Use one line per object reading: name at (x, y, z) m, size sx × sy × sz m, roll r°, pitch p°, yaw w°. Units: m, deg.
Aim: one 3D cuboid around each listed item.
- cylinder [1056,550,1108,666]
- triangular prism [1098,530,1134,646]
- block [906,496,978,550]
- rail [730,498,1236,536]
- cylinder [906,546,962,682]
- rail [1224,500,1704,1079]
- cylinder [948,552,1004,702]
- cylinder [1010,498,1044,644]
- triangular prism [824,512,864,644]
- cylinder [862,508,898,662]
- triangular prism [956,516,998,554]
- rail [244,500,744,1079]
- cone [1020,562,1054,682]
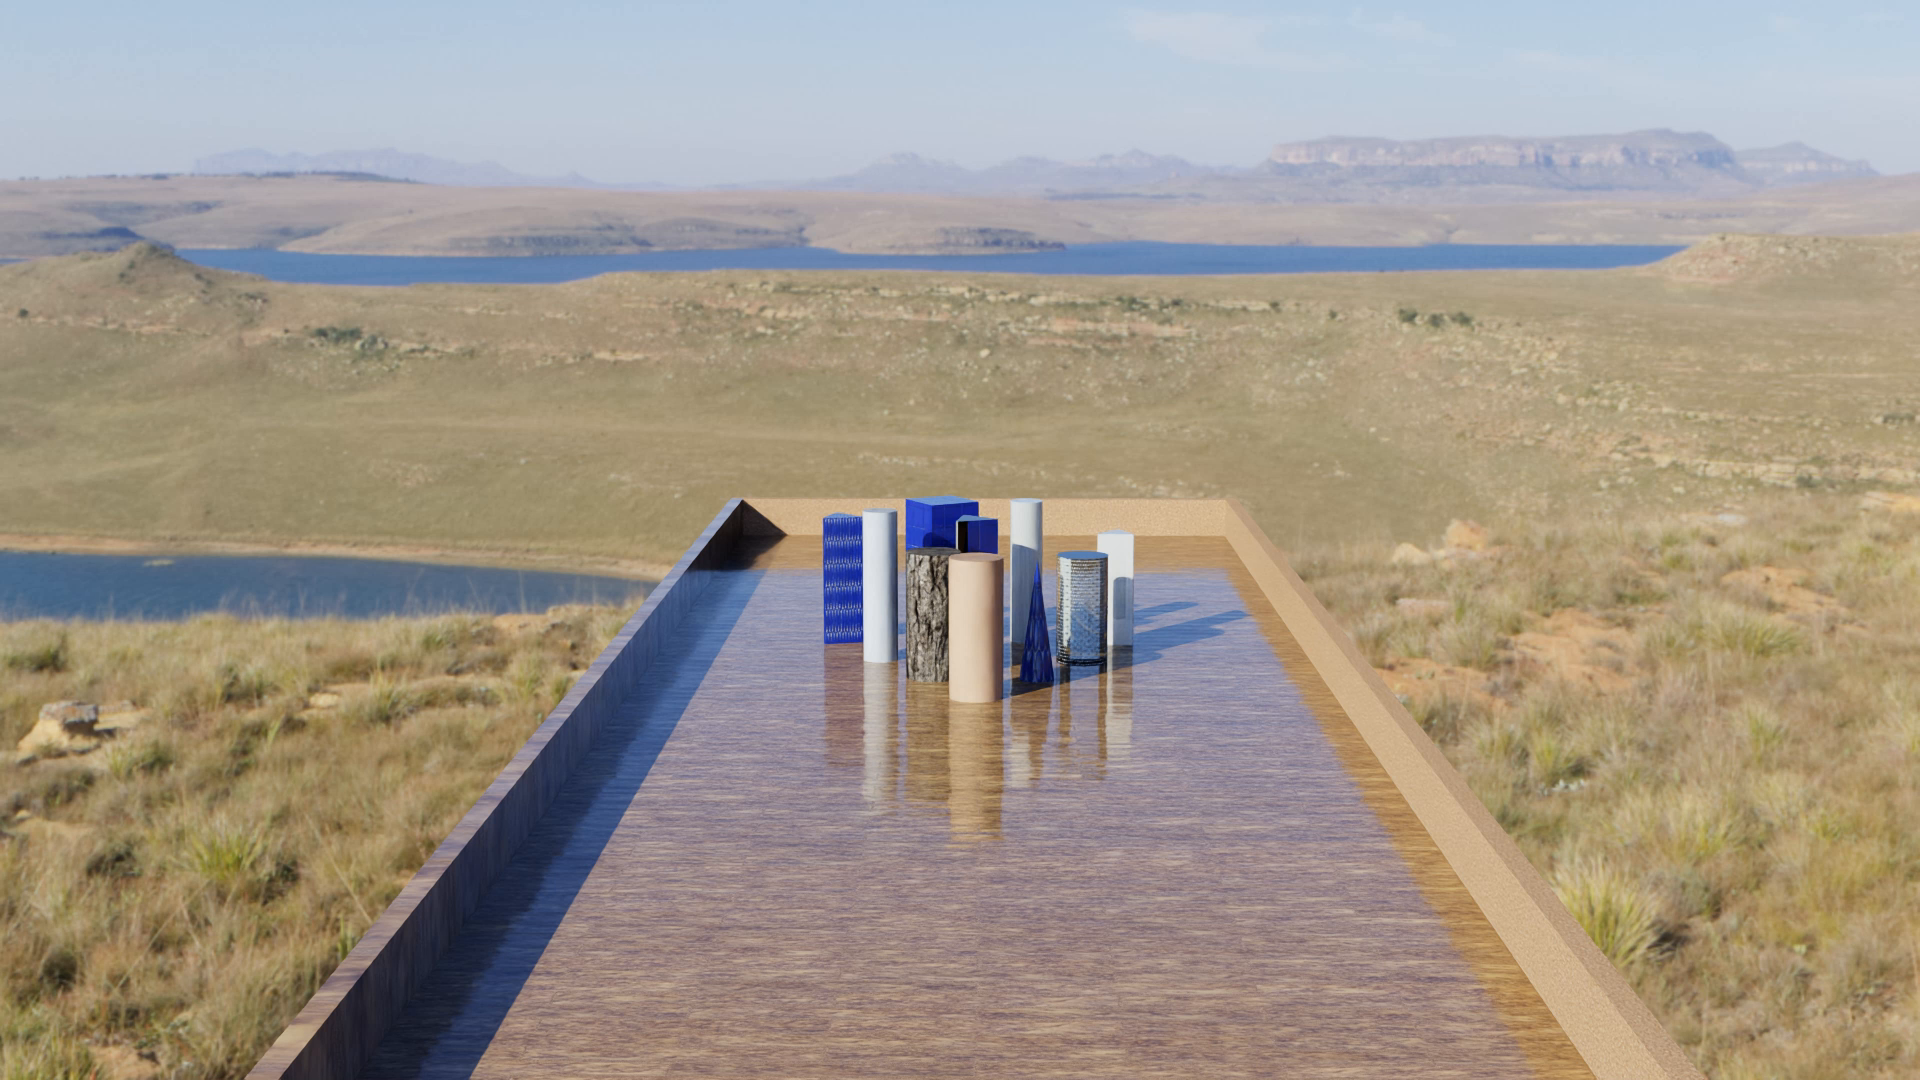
cylinder at (0.370, 0.207, 6.661) m, size 0.156 × 0.327 × 0.156 m, roll 0°, pitch 9°, yaw 0°
triangular prism at (0.494, 0.148, 6.946) m, size 0.113 × 0.353 × 0.098 m, roll 1°, pitch 9°, yaw 7°
block at (-0.057, 0.097, 6.957) m, size 0.169 × 0.450 × 0.169 m, roll -5°, pitch 10°, yaw -30°
rail at (0.099, -0.098, 9.147) m, size 2.100 × 0.150 × 0.050 m, roll 0°, pitch 9°, yaw 1°
cylinder at (-0.077, 0.217, 6.447) m, size 0.161 × 0.373 × 0.161 m, roll 0°, pitch 9°, yaw 0°
rail at (1.046, 0.843, 3.208) m, size 0.050 × 0.150 × 12.000 m, roll 0°, pitch 9°, yaw 1°
cylinder at (0.045, 0.245, 6.186) m, size 0.154 × 0.399 × 0.154 m, roll 0°, pitch 9°, yaw 0°
cylinder at (0.210, 0.098, 6.958) m, size 0.103 × 0.449 × 0.103 m, roll 0°, pitch 9°, yaw 0°
triangular prism at (-0.379, 0.119, 6.974) m, size 0.125 × 0.401 × 0.108 m, roll -2°, pitch 9°, yaw -13°
cylinder at (-0.242, 0.137, 6.679) m, size 0.106 × 0.459 × 0.106 m, roll 0°, pitch 9°, yaw 0°
triangular prism at (0.033, 0.145, 6.720) m, size 0.135 × 0.431 × 0.117 m, roll -3°, pitch 10°, yaw -20°
rail at (-1.004, 0.839, 3.234) m, size 0.050 × 0.150 × 12.000 m, roll 0°, pitch 9°, yaw 1°
cone at (0.225, 0.230, 6.413) m, size 0.103 × 0.359 × 0.103 m, roll 0°, pitch 9°, yaw 0°
